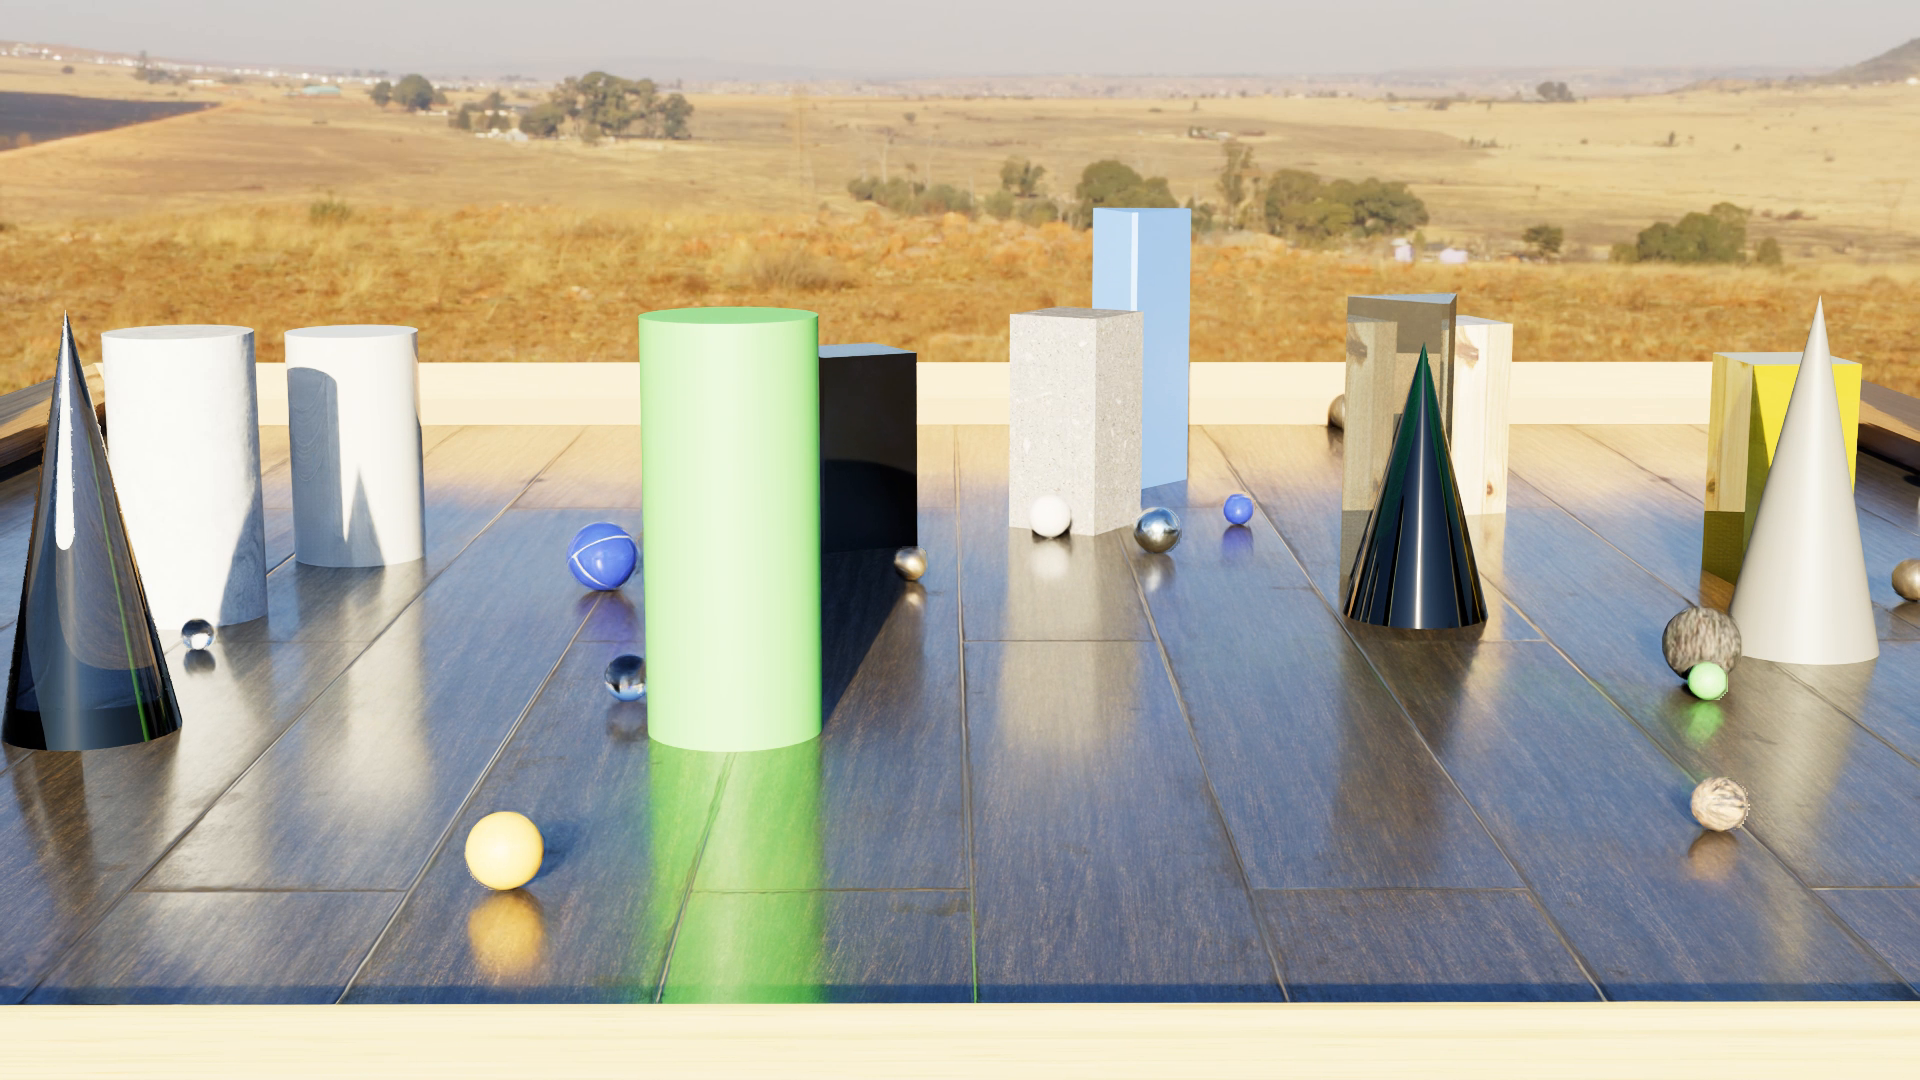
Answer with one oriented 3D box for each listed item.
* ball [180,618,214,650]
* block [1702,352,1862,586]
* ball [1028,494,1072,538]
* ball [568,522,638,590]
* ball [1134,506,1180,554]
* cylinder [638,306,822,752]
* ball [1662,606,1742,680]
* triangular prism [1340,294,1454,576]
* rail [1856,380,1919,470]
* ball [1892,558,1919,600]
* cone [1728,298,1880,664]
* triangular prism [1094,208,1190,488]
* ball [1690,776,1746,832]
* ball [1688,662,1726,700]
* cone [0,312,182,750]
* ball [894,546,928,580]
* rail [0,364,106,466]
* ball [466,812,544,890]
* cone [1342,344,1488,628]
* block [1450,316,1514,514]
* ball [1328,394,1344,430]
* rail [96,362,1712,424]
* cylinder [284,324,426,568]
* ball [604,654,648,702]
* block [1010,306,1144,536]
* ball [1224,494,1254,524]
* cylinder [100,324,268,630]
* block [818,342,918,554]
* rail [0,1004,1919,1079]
[{"bbox_3d":[-0.959,0.117,3.229,0.041,0.041,0.041,0,11,0],"label":"ball"},{"bbox_3d":[1.167,-0.102,3.654,0.154,0.316,0.154,-1,11,-4],"label":"block"},{"bbox_3d":[0.139,-0.037,3.988,0.067,0.067,0.067,0,11,0],"label":"ball"},{"bbox_3d":[-0.499,0.023,3.586,0.097,0.097,0.097,0,11,0],"label":"ball"},{"bbox_3d":[0.296,-0.015,3.863,0.070,0.070,0.070,0,11,0],"label":"ball"},{"bbox_3d":[-0.249,-0.016,2.803,0.193,0.459,0.193,0,11,0],"label":"cylinder"},{"bbox_3d":[0.882,0.124,3.053,0.092,0.092,0.092,0,11,0],"label":"ball"},{"bbox_3d":[0.659,-0.148,3.669,0.167,0.401,0.145,10,15,44],"label":"triangular prism"},{"bbox_3d":[1.724,0.030,3.459,0.045,0.125,3.621,0,11,0],"label":"rail"},{"bbox_3d":[1.309,0.054,3.519,0.059,0.059,0.059,0,11,0],"label":"ball"},{"bbox_3d":[1.061,-0.084,3.203,0.193,0.445,0.193,0,11,0],"label":"cone"},{"bbox_3d":[0.292,-0.340,4.495,0.145,0.477,0.167,8,13,38],"label":"triangular prism"},{"bbox_3d":[0.729,0.254,2.465,0.052,0.052,0.052,0,11,0],"label":"ball"},{"bbox_3d":[0.866,0.163,2.974,0.043,0.043,0.043,0,11,0],"label":"ball"},{"bbox_3d":[-0.963,-0.020,2.805,0.193,0.466,0.193,0,11,0],"label":"cone"},{"bbox_3d":[-0.070,0.034,3.659,0.048,0.048,0.048,0,11,0],"label":"ball"},{"bbox_3d":[-1.724,0.034,3.439,0.045,0.125,3.621,0,11,0],"label":"rail"},{"bbox_3d":[-0.406,0.277,2.290,0.070,0.070,0.070,0,11,0],"label":"ball"},{"bbox_3d":[0.611,-0.082,3.409,0.193,0.367,0.193,0,11,0],"label":"cone"},{"bbox_3d":[0.799,-0.207,4.233,0.154,0.310,0.154,-3,11,-18],"label":"block"},{"bbox_3d":[0.779,-0.259,5.164,0.074,0.074,0.074,0,11,0],"label":"ball"},{"bbox_3d":[-0.010,-0.294,5.206,3.495,0.125,0.045,0,11,0],"label":"rail"},{"bbox_3d":[-0.899,-0.143,3.821,0.193,0.336,0.193,0,11,0],"label":"cylinder"},{"bbox_3d":[-0.383,0.159,2.964,0.056,0.056,0.056,0,11,0],"label":"ball"},{"bbox_3d":[0.185,-0.193,4.081,0.154,0.338,0.154,7,12,31],"label":"block"},{"bbox_3d":[0.446,-0.050,4.102,0.050,0.050,0.050,0,11,0],"label":"ball"},{"bbox_3d":[-1.027,-0.087,3.404,0.193,0.379,0.193,0,11,0],"label":"cylinder"},{"bbox_3d":[-0.169,-0.144,3.938,0.154,0.296,0.154,-5,12,-27],"label":"block"},{"bbox_3d":[0.010,0.359,1.692,3.495,0.125,0.045,0,11,0],"label":"rail"}]
